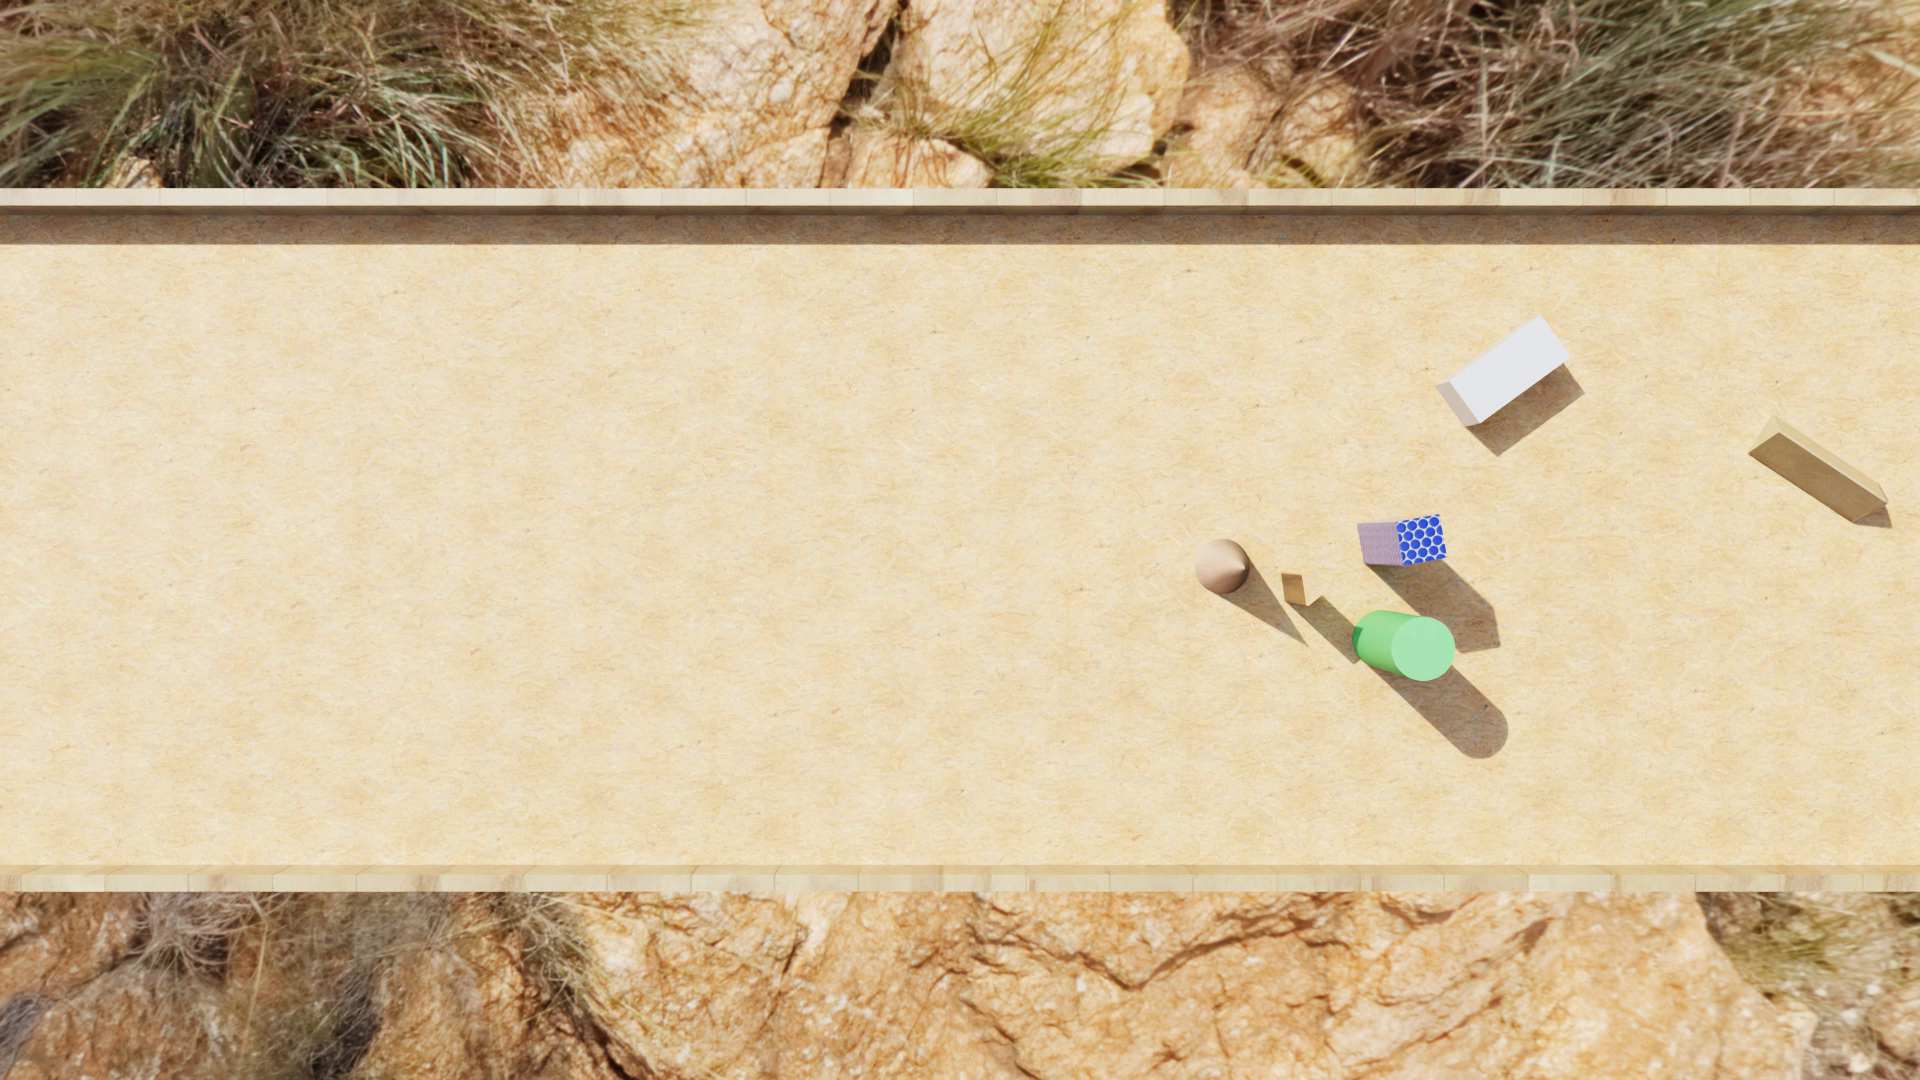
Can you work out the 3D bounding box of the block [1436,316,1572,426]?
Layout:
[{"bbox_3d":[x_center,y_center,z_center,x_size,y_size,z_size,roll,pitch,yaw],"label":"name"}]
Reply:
[{"bbox_3d":[1.642,-0.510,4.999,0.336,0.155,0.155,-36,90,0],"label":"block"}]

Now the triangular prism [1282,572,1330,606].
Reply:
[{"bbox_3d":[1.013,0.130,4.918,0.091,0.316,0.079,-38,90,0],"label":"triangular prism"}]

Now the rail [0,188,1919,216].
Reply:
[{"bbox_3d":[-2.247,-1.025,5.002,12.000,0.150,0.050,0,90,0],"label":"rail"}]

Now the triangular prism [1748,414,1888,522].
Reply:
[{"bbox_3d":[2.624,-0.220,5.012,0.391,0.122,0.140,33,90,0],"label":"triangular prism"}]

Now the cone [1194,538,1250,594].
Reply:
[{"bbox_3d":[0.806,0.081,4.870,0.170,0.414,0.170,0,90,0],"label":"cone"}]

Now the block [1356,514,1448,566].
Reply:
[{"bbox_3d":[1.293,-0.001,4.848,0.125,0.456,0.125,-10,90,0],"label":"block"}]

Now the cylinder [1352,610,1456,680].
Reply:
[{"bbox_3d":[1.297,0.305,4.848,0.179,0.457,0.179,0,90,0],"label":"cylinder"}]

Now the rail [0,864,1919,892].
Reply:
[{"bbox_3d":[-2.247,1.025,5.001,12.000,0.150,0.050,0,90,0],"label":"rail"}]
